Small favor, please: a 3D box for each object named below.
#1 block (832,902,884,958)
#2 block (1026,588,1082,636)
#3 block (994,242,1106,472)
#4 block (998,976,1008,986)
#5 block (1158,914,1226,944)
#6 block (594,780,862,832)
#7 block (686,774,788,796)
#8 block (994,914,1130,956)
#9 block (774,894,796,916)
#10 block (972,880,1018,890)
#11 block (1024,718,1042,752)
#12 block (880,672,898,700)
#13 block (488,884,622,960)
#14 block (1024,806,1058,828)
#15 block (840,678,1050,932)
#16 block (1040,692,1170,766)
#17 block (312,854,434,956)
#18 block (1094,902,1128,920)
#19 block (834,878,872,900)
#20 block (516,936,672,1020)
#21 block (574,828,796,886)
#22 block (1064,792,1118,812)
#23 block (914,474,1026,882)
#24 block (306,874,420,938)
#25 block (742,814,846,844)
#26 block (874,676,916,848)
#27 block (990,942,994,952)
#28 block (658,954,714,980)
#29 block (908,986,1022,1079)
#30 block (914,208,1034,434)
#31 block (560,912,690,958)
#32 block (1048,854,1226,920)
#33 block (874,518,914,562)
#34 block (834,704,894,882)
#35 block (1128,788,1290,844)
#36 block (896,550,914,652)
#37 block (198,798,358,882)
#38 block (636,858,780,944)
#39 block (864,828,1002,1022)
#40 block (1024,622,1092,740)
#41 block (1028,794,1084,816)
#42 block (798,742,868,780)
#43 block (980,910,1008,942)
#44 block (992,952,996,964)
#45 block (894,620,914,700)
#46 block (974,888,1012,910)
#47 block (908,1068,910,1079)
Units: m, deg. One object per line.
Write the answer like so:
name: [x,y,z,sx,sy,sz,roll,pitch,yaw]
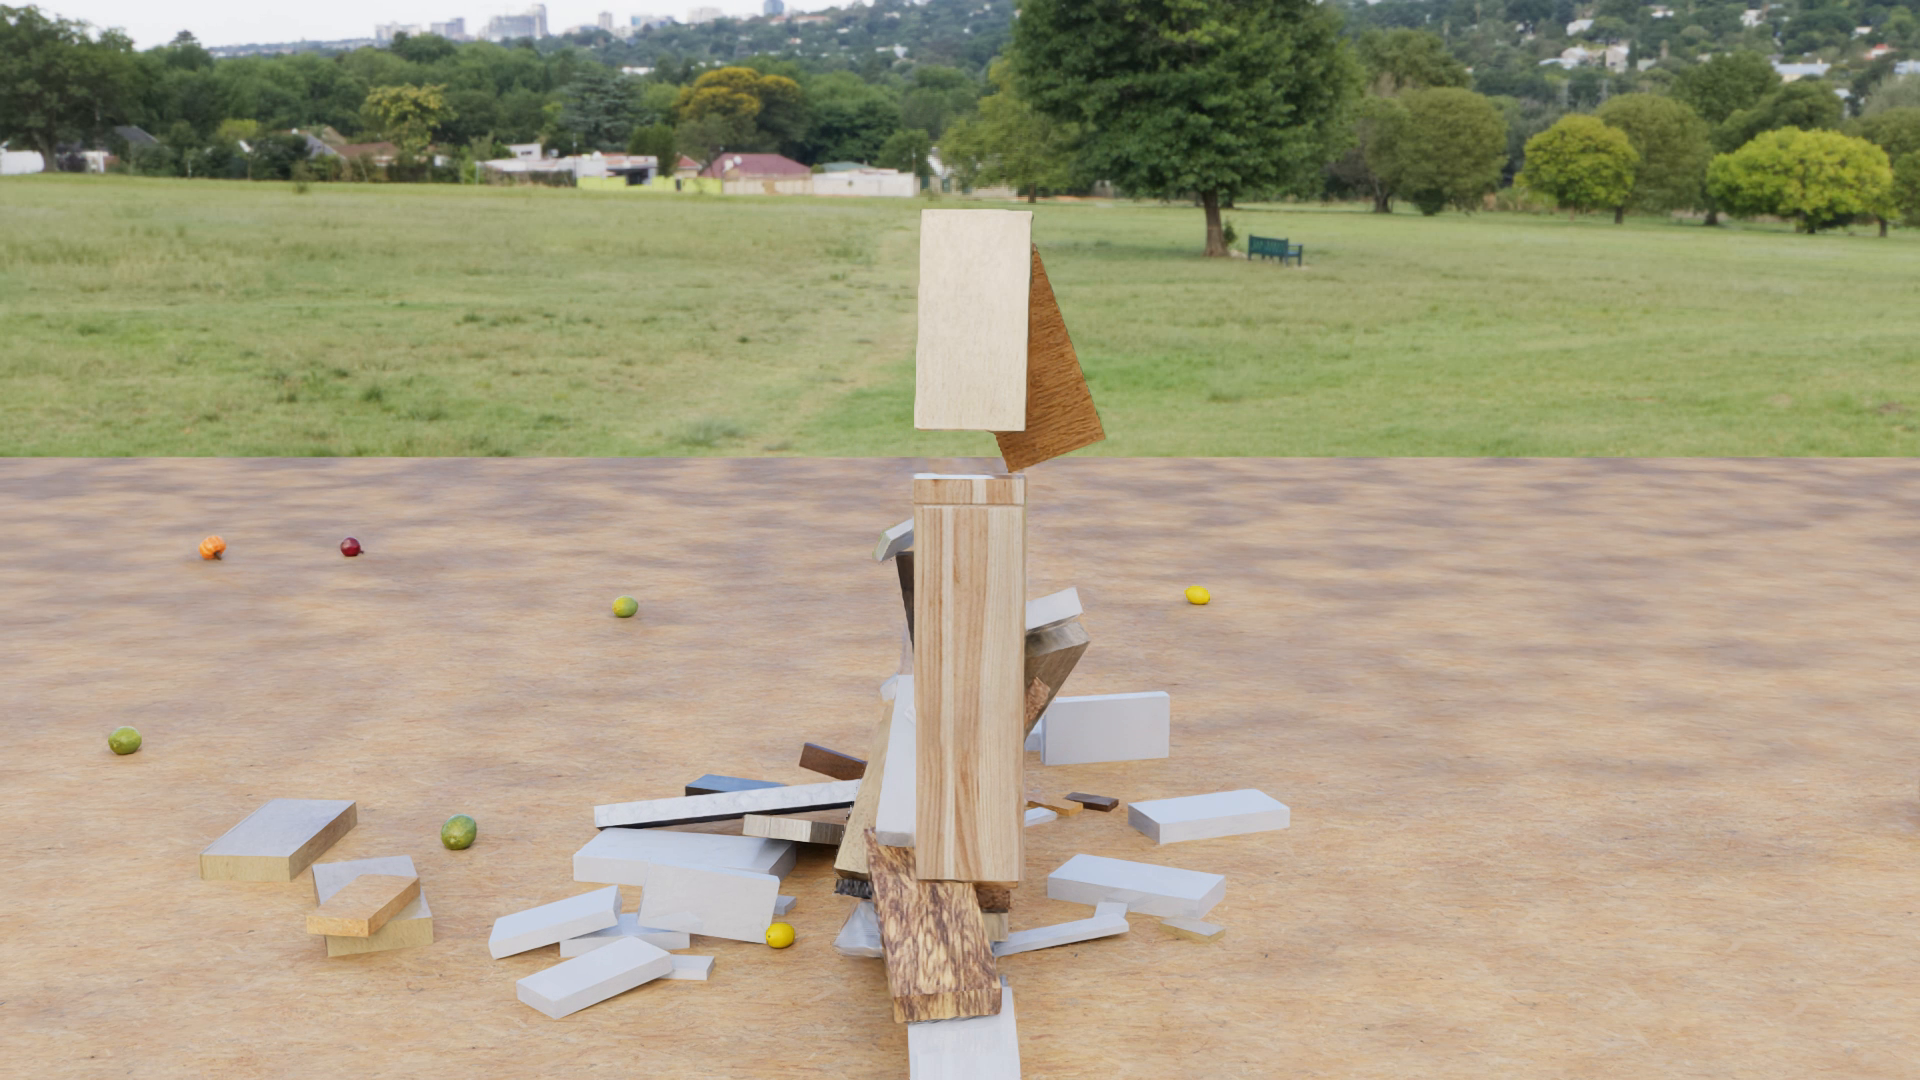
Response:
block: [-0.121,0.573,3.238,0.023,0.080,0.285,38,-18,-9]
block: [0.099,0.126,3.378,0.140,0.040,0.279,-17,-6,-6]
block: [0.090,-0.262,3.192,0.150,0.301,0.043,-20,20,6]
block: [0.000,0.652,3.070,0.139,0.039,0.278,0,-2,-1]
block: [0.368,0.617,3.487,0.095,0.014,0.048,9,14,39]
block: [-0.317,0.469,3.952,0.660,0.037,0.132,-5,-11,-4]
block: [-0.426,0.480,4.195,0.176,0.025,0.088,4,11,22]
block: [0.151,0.618,3.441,0.225,0.014,0.048,-7,12,-18]
block: [-0.324,0.595,3.606,0.100,0.014,0.050,4,11,19]
block: [0.010,0.514,3.446,0.141,0.040,0.283,-1,-4,-2]
block: [0.197,0.403,4.576,0.259,0.037,0.130,-1,11,-3]
block: [-0.089,0.306,5.005,0.122,0.035,0.244,-16,6,17]
block: [-0.628,0.594,3.421,0.198,0.028,0.099,-16,13,-1]
block: [0.129,0.512,4.053,0.092,0.013,0.046,-8,13,-37]
block: [-0.024,0.422,3.424,0.029,0.495,0.102,37,14,0]
block: [0.294,0.380,4.442,0.259,0.130,0.037,-2,11,-13]
block: [-0.953,0.588,3.557,0.159,0.045,0.319,-4,11,-20]
block: [0.242,0.607,3.542,0.048,0.014,0.095,2,11,9]
block: [-0.126,0.530,3.308,0.080,0.023,0.160,14,-11,-18]
block: [-0.539,0.644,3.247,0.204,0.029,0.102,-16,19,-40]
block: [-0.470,0.549,3.768,0.345,0.045,0.159,2,11,12]
block: [0.246,0.494,4.148,0.095,0.013,0.047,6,12,28]
block: [0.014,0.194,3.049,0.150,0.570,0.043,1,11,4]
block: [-0.932,0.571,3.446,0.099,0.028,0.198,2,11,9]
block: [-0.270,0.505,3.817,0.122,0.035,0.244,4,-8,19]
block: [-0.038,0.327,3.258,0.138,0.039,0.276,2,51,8]
block: [-0.004,0.613,3.303,0.085,0.024,0.169,-2,-8,11]
block: [-0.433,0.646,3.326,0.113,0.016,0.057,1,11,6]
block: [0.005,0.673,2.798,0.139,0.039,0.278,-1,27,-3]
block: [0.019,-0.300,3.020,0.150,0.301,0.043,2,-1,5]
block: [-0.528,0.617,3.449,0.198,0.028,0.099,-2,11,-12]
block: [0.293,0.575,3.646,0.264,0.037,0.132,5,12,25]
block: [-0.072,-0.011,3.240,0.113,0.057,0.016,-28,68,-35]
block: [-0.083,0.391,3.348,0.138,0.276,0.039,6,-29,21]
block: [0.455,0.505,4.026,0.264,0.037,0.132,-4,11,-21]
block: [-0.045,0.137,3.215,0.057,0.253,0.016,3,23,31]
block: [-1.200,0.527,3.883,0.159,0.045,0.319,1,11,5]
block: [-0.392,0.561,3.423,0.204,0.102,0.029,11,8,-15]
block: [-0.044,0.520,3.047,0.138,0.039,0.459,-3,21,-7]
block: [0.091,0.243,3.490,0.140,0.279,0.040,-13,58,-36]
block: [0.179,0.498,4.129,0.094,0.013,0.047,8,13,37]
block: [-0.156,0.443,4.093,0.292,0.046,0.013,17,17,6]
block: [0.002,0.585,3.342,0.141,0.040,0.283,-1,-8,1]
block: [-0.024,0.557,3.029,0.080,0.023,0.160,-14,24,-25]
block: [-0.015,0.238,3.722,0.175,0.050,0.350,2,48,6]
block: [0.007,0.560,3.528,0.141,0.040,0.283,-1,-4,0]
block: [0.001,0.715,2.888,0.139,0.039,0.278,0,11,-1]
